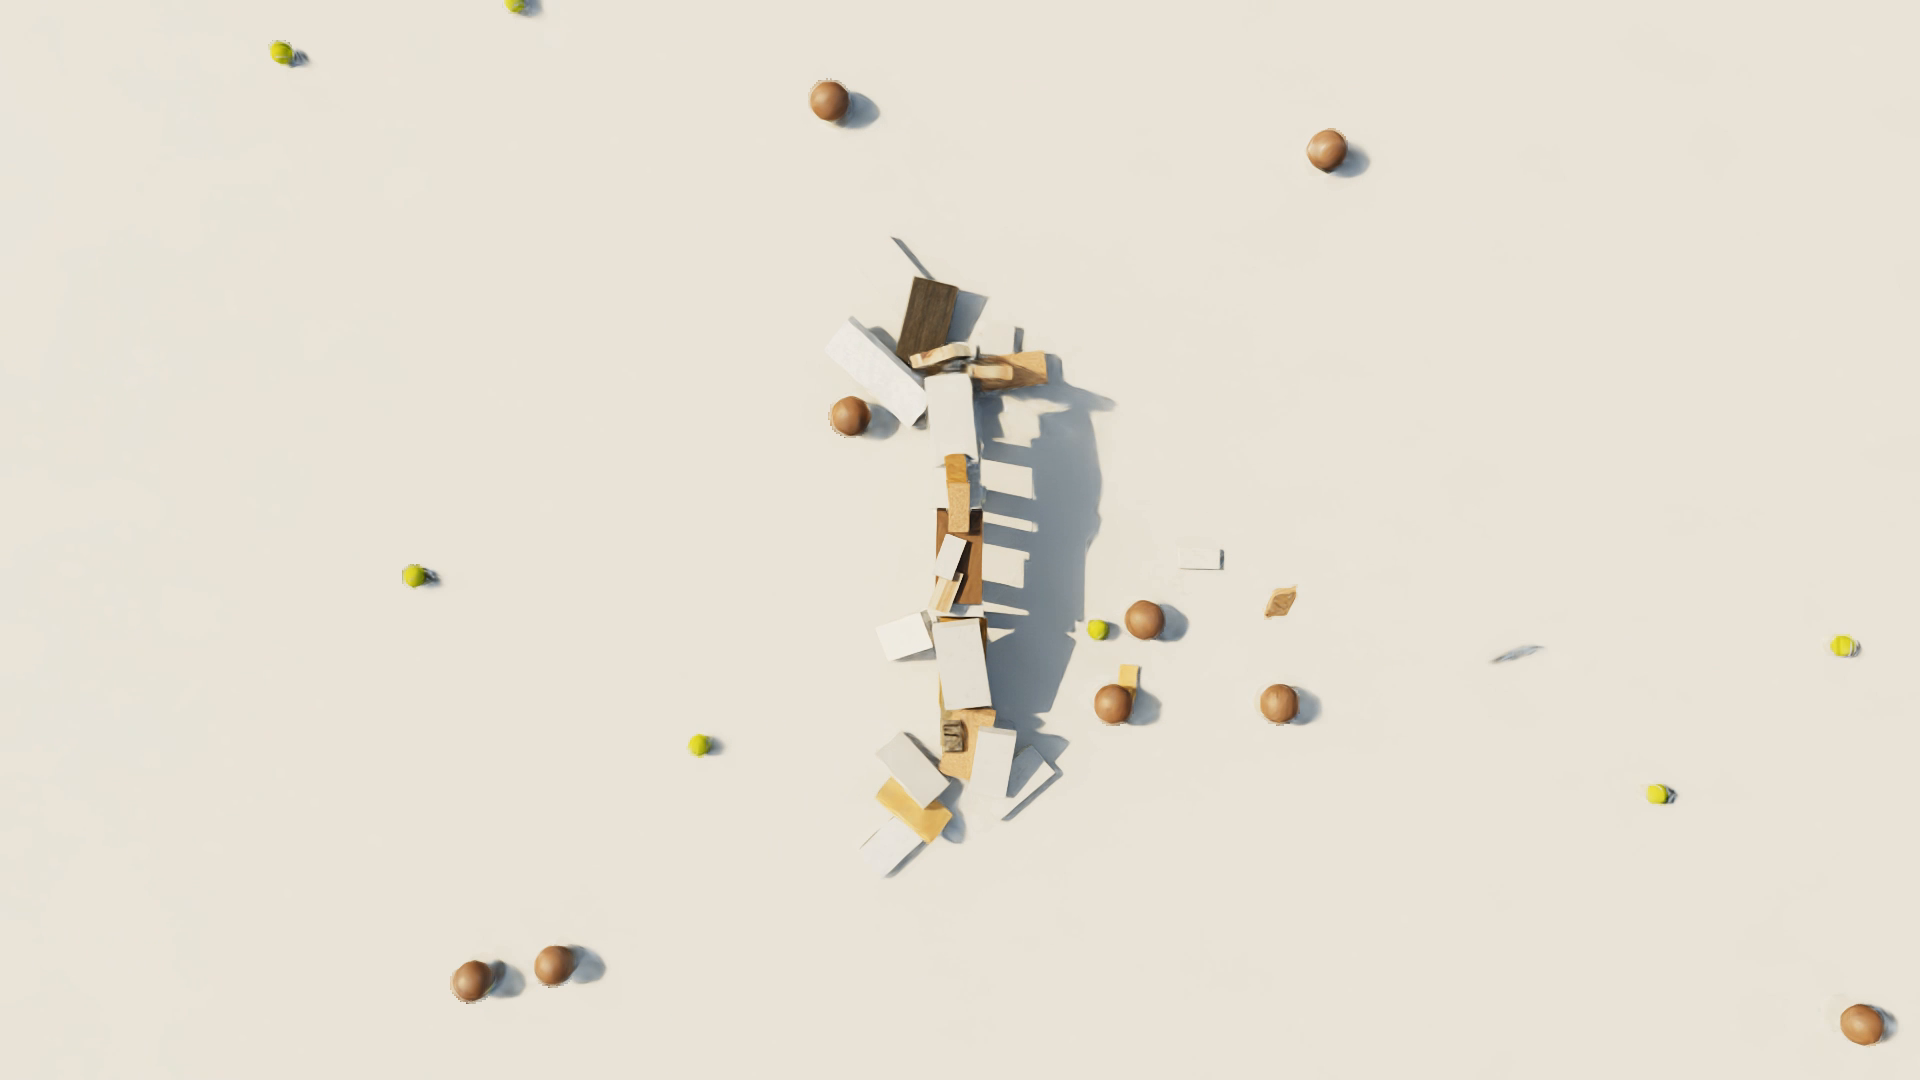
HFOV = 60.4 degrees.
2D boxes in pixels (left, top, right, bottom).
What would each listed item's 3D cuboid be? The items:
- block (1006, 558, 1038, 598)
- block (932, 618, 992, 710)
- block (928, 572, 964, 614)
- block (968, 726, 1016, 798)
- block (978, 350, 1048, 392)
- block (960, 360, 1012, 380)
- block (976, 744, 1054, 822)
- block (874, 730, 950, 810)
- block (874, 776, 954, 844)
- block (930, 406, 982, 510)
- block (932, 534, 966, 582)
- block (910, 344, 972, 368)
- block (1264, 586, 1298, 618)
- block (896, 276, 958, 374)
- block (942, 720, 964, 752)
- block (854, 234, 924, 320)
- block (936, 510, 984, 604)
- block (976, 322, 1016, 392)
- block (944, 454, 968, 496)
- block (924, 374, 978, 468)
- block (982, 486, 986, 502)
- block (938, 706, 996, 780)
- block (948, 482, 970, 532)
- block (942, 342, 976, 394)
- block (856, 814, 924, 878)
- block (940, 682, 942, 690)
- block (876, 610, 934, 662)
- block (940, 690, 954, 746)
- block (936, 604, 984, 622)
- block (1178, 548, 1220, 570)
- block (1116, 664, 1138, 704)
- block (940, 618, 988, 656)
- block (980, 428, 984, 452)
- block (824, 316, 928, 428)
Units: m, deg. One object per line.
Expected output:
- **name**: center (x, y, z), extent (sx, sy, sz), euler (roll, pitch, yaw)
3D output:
- **block**: center (0.207, 0.128, 5.492), extent (0.060, 0.017, 0.120), euler (29, 90, 0)
- **block**: center (0.007, 0.399, 5.271), extent (0.149, 0.042, 0.298), euler (-7, 115, 4)
- **block**: center (-0.045, 0.158, 5.158), extent (0.067, 0.019, 0.134), euler (21, 90, 0)
- **block**: center (0.106, 0.726, 5.393), extent (0.123, 0.035, 0.246), euler (9, 117, 0)
- **block**: center (0.176, -0.560, 5.453), extent (0.217, 0.031, 0.108), euler (-7, 90, -1)
- **block**: center (0.082, -0.547, 5.292), extent (0.139, 0.277, 0.039), euler (1, 99, -5)
- **block**: center (0.181, 0.806, 5.483), extent (0.246, 0.035, 0.123), euler (-41, 90, 0)
- **block**: center (-0.159, 0.760, 5.450), extent (0.120, 0.034, 0.239), euler (-41, 85, -25)
- **block**: center (-0.152, 0.878, 5.445), extent (0.239, 0.034, 0.120), euler (40, 62, 1)
- **block**: center (-0.014, -0.257, 5.151), extent (0.159, 0.045, 0.319), euler (0, 85, 0)
- **block**: center (-0.035, 0.054, 5.145), extent (0.067, 0.019, 0.134), euler (21, 79, 0)
- **block**: center (-0.058, -0.587, 5.280), extent (0.139, 0.277, 0.039), euler (-15, 93, 13)
- **block**: center (0.889, 0.173, 4.574), extent (0.063, 0.126, 0.018), euler (-7, 58, -8)
- **block**: center (-0.114, -0.710, 5.438), extent (0.148, 0.042, 0.295), euler (12, 102, -9)
- **block**: center (-0.021, 0.639, 5.376), extent (0.060, 0.017, 0.120), euler (0, 119, 7)
- **block**: center (-0.200, -0.853, 5.479), extent (0.148, 0.042, 0.295), euler (-40, 90, 0)
- **block**: center (-0.003, 0.052, 5.188), extent (0.146, 0.041, 0.292), euler (1, 90, 0)
- **block**: center (0.118, -0.609, 5.484), extent (0.108, 0.031, 0.217), euler (5, 90, -1)
- **block**: center (-0.011, -0.201, 5.089), extent (0.063, 0.018, 0.126), euler (-5, 109, -1)
- **block**: center (-0.027, -0.372, 5.118), extent (0.139, 0.039, 0.277), euler (-6, 85, -1)
- **block**: center (0.003, -0.149, 5.341), extent (0.159, 0.319, 0.045), euler (0, 90, 0)
- **block**: center (0.023, 0.663, 5.416), extent (0.136, 0.039, 0.272), euler (13, 120, 0)
- **block**: center (-0.003, -0.100, 5.105), extent (0.063, 0.018, 0.157), euler (1, 111, -1)
- **block**: center (-0.008, -0.549, 5.445), extent (0.108, 0.031, 0.217), euler (5, 68, -1)
- **block**: center (-0.212, 0.994, 5.483), extent (0.246, 0.035, 0.123), euler (-43, 90, 0)
- **block**: center (0.001, 0.445, 5.390), extent (0.136, 0.039, 0.272), euler (1, 135, 0)
- **block**: center (-0.173, 0.314, 5.401), extent (0.034, 0.239, 0.120), euler (-21, 90, -43)
- **block**: center (0.005, 0.561, 5.411), extent (0.136, 0.039, 0.272), euler (1, 123, 0)
- **block**: center (-0.001, 0.237, 5.350), extent (0.149, 0.298, 0.042), euler (1, 83, 0)
- **block**: center (0.796, 0.062, 5.491), extent (0.134, 0.019, 0.067), euler (1, 90, 0)
- **block**: center (0.557, 0.480, 5.492), extent (0.060, 0.017, 0.127), euler (5, 90, 0)
- **block**: center (0.011, 0.356, 5.369), extent (0.149, 0.298, 0.042), euler (1, 52, 0)
- **block**: center (-0.003, -0.323, 5.340), extent (0.159, 0.319, 0.045), euler (2, 88, 0)
- **block**: center (-0.261, -0.553, 5.442), extent (0.386, 0.042, 0.148), euler (42, 123, 0)
